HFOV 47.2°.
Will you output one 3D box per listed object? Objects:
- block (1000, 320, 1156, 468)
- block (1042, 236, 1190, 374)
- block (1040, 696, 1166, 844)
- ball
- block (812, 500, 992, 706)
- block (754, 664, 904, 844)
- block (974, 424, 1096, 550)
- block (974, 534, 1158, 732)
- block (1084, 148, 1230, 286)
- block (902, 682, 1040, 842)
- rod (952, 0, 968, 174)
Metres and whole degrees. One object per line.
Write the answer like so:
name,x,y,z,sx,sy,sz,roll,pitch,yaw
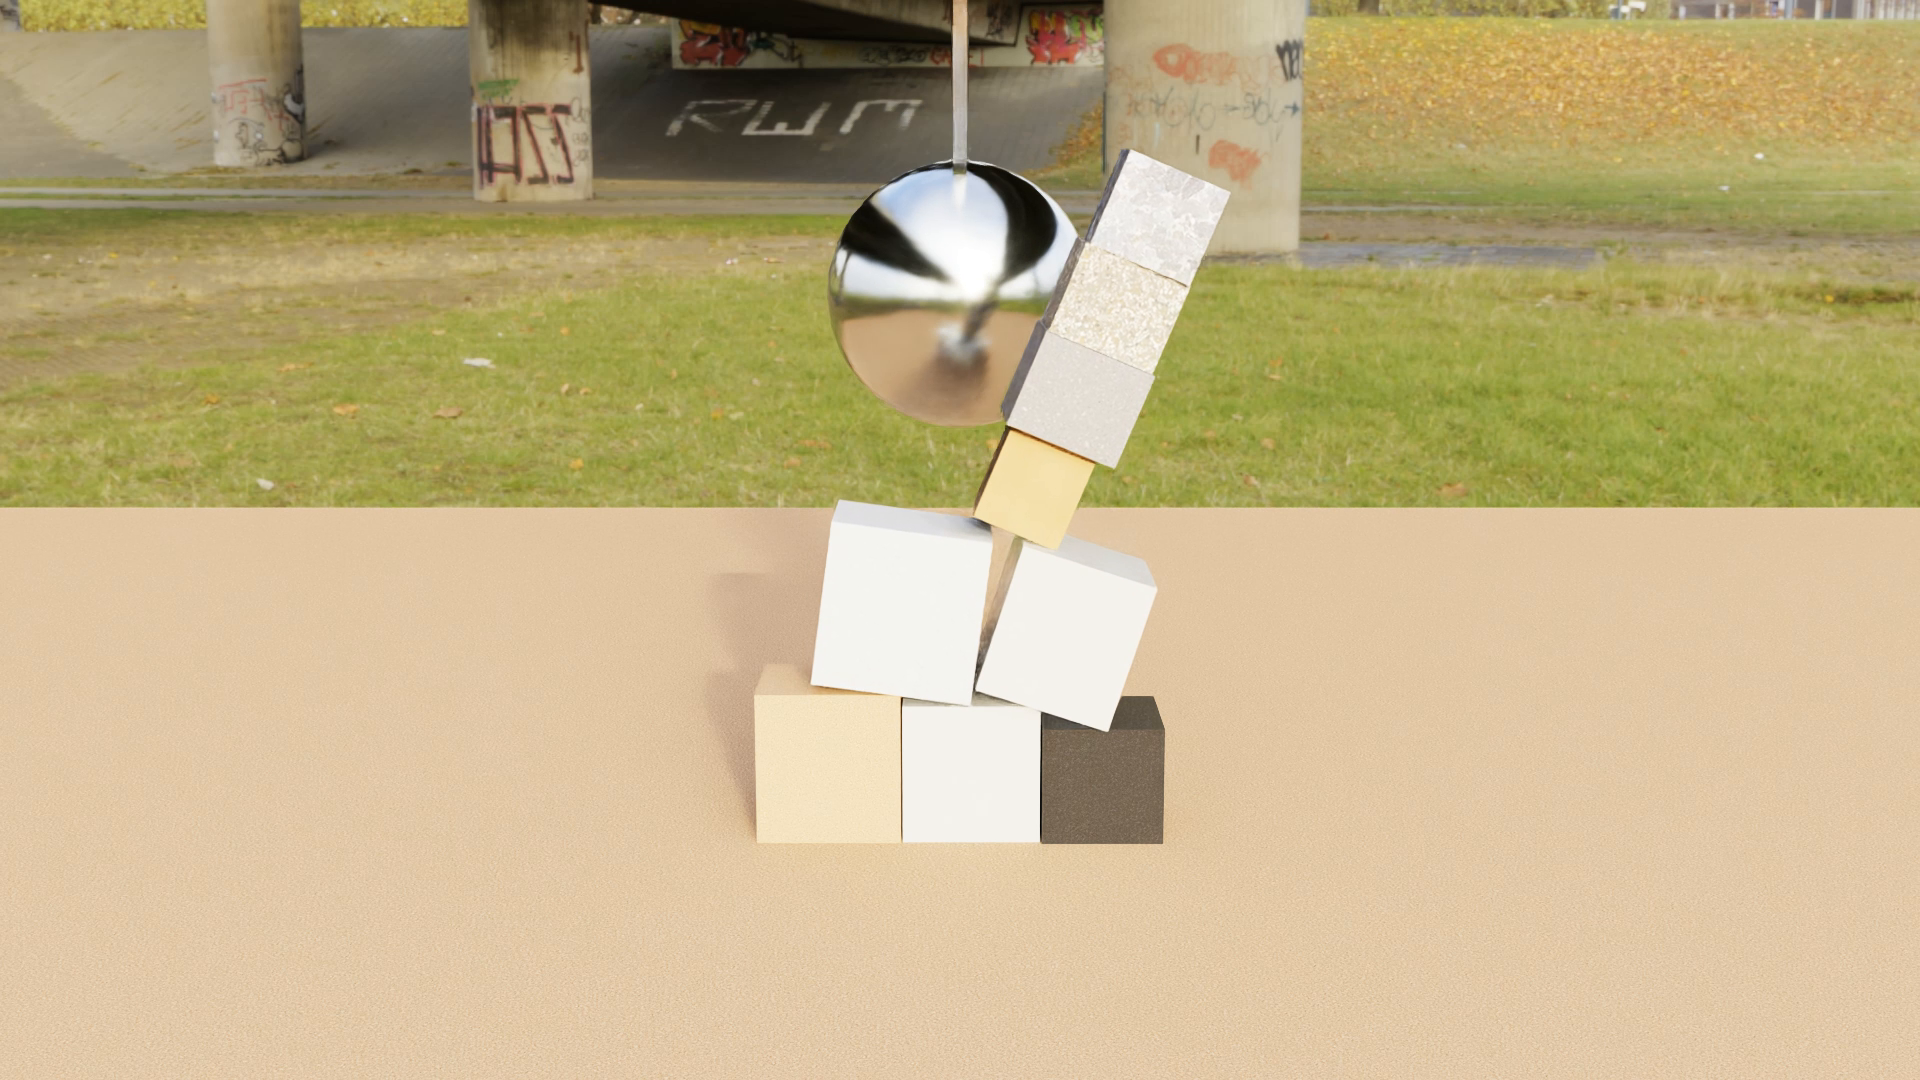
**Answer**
block,0.579,-0.739,11.024,0.577,0.493,0.609,22,10,-6
block,0.769,-1.180,10.986,0.554,0.466,0.531,22,10,-6
block,0.720,1.182,11.388,0.614,0.599,0.672,0,10,0
ball,0.000,-1.477,13.244,1.600,1.600,1.600,0,10,0
block,-0.291,0.308,11.231,0.801,0.830,0.680,8,10,-1
block,-0.663,1.096,11.383,0.728,0.770,0.657,0,10,0
block,0.373,-0.298,11.129,0.452,0.498,0.474,23,10,-3
block,0.524,0.426,11.245,0.695,0.765,0.754,18,10,-3
block,0.966,-1.601,10.869,0.527,0.488,0.490,22,10,-5
block,0.057,1.129,11.384,0.692,0.706,0.619,0,10,0
rod,0.000,-4.335,11.403,0.080,5.200,0.080,0,33,0
